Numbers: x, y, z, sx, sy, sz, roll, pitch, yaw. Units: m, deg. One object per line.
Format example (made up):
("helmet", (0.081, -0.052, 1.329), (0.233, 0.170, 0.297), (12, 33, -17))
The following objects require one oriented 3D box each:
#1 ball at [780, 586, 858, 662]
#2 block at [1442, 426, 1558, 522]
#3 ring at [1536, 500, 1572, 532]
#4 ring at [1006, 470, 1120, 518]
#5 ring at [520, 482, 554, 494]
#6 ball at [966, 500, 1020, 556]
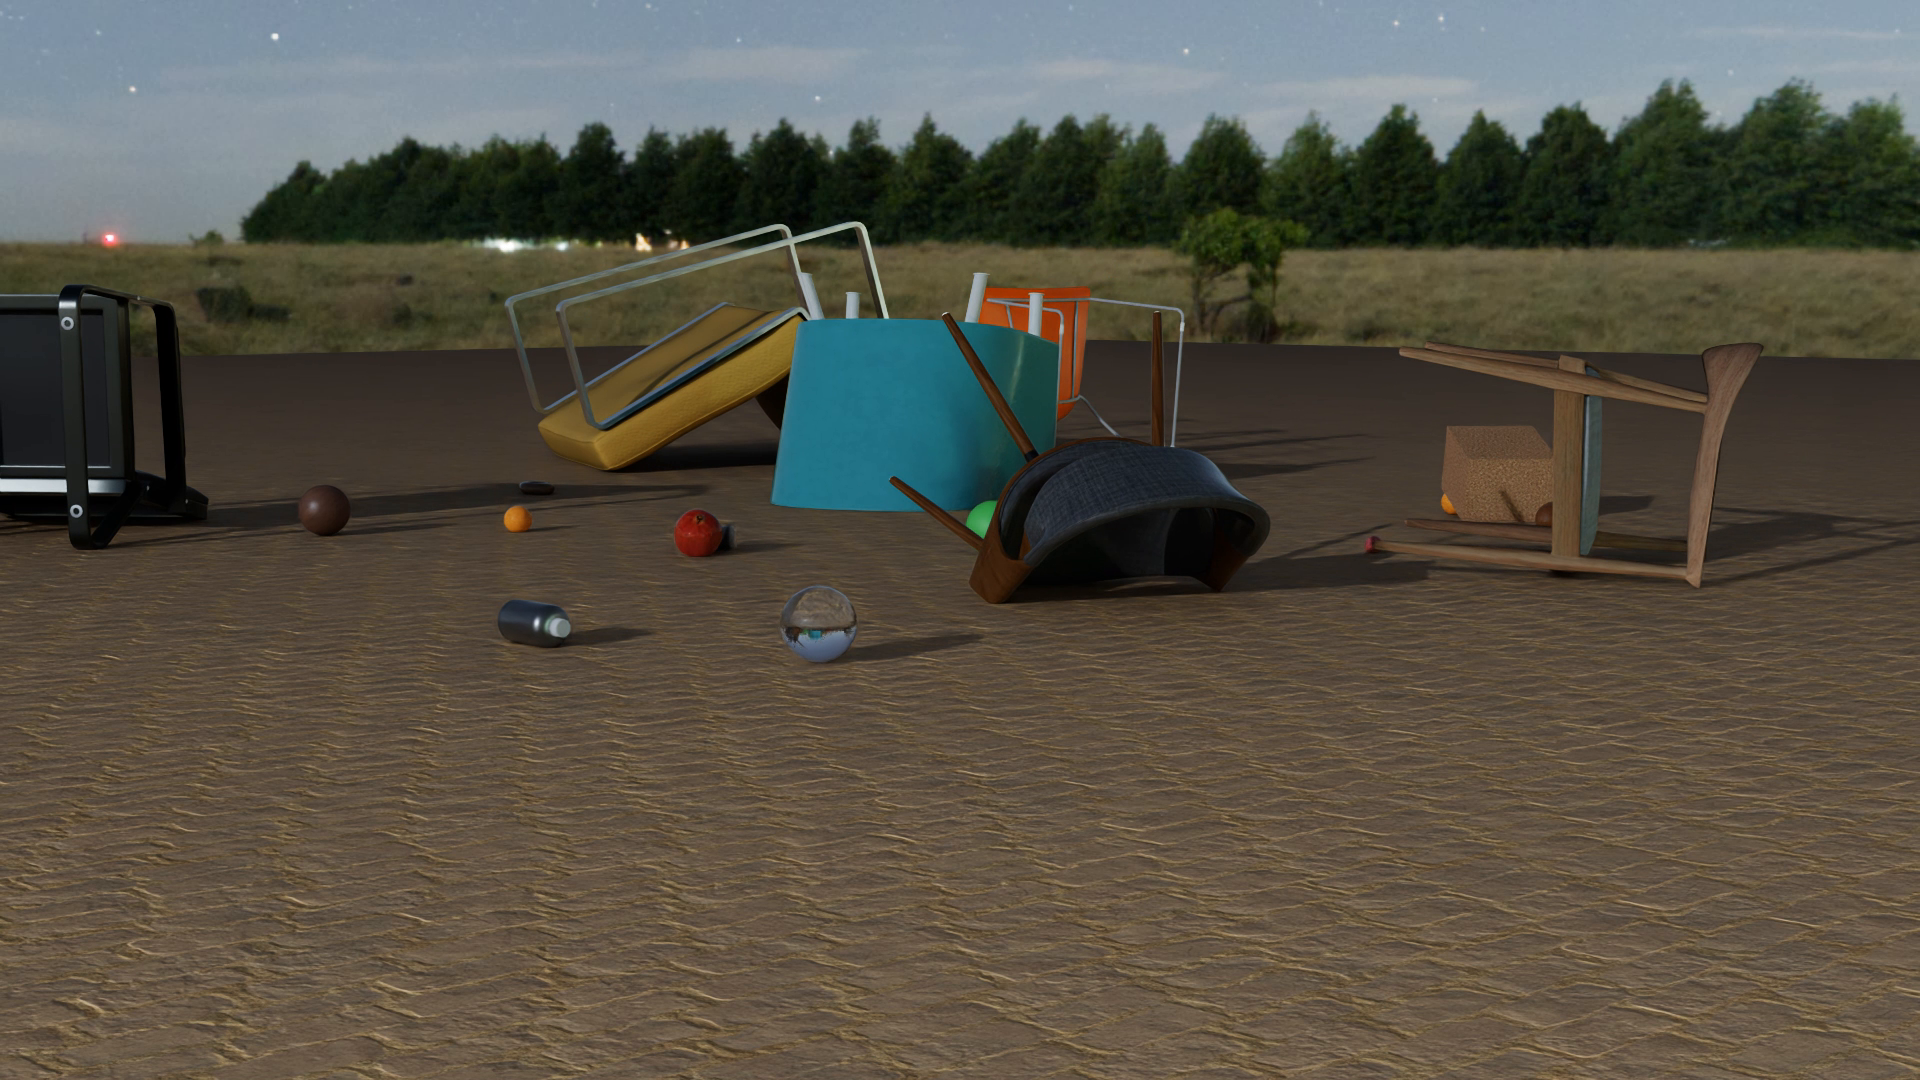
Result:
("ball", (-0.241, 0.143, 4.380), (0.131, 0.131, 0.131), (0, 6, 0))
("block", (1.459, -0.180, 6.955), (0.238, 0.182, 0.249), (0, 23, -4))
("ring", (1.539, -0.061, 6.646), (0.130, 0.078, 0.055), (-22, 6, -43))
("ring", (0.284, -0.128, 7.099), (0.320, 0.115, 0.264), (1, 7, 25))
("ring", (-1.281, -0.157, 7.771), (0.087, 0.036, 0.140), (-4, 7, -41))
("ball", (0.078, -0.028, 6.047), (0.131, 0.131, 0.131), (0, 6, 0))
